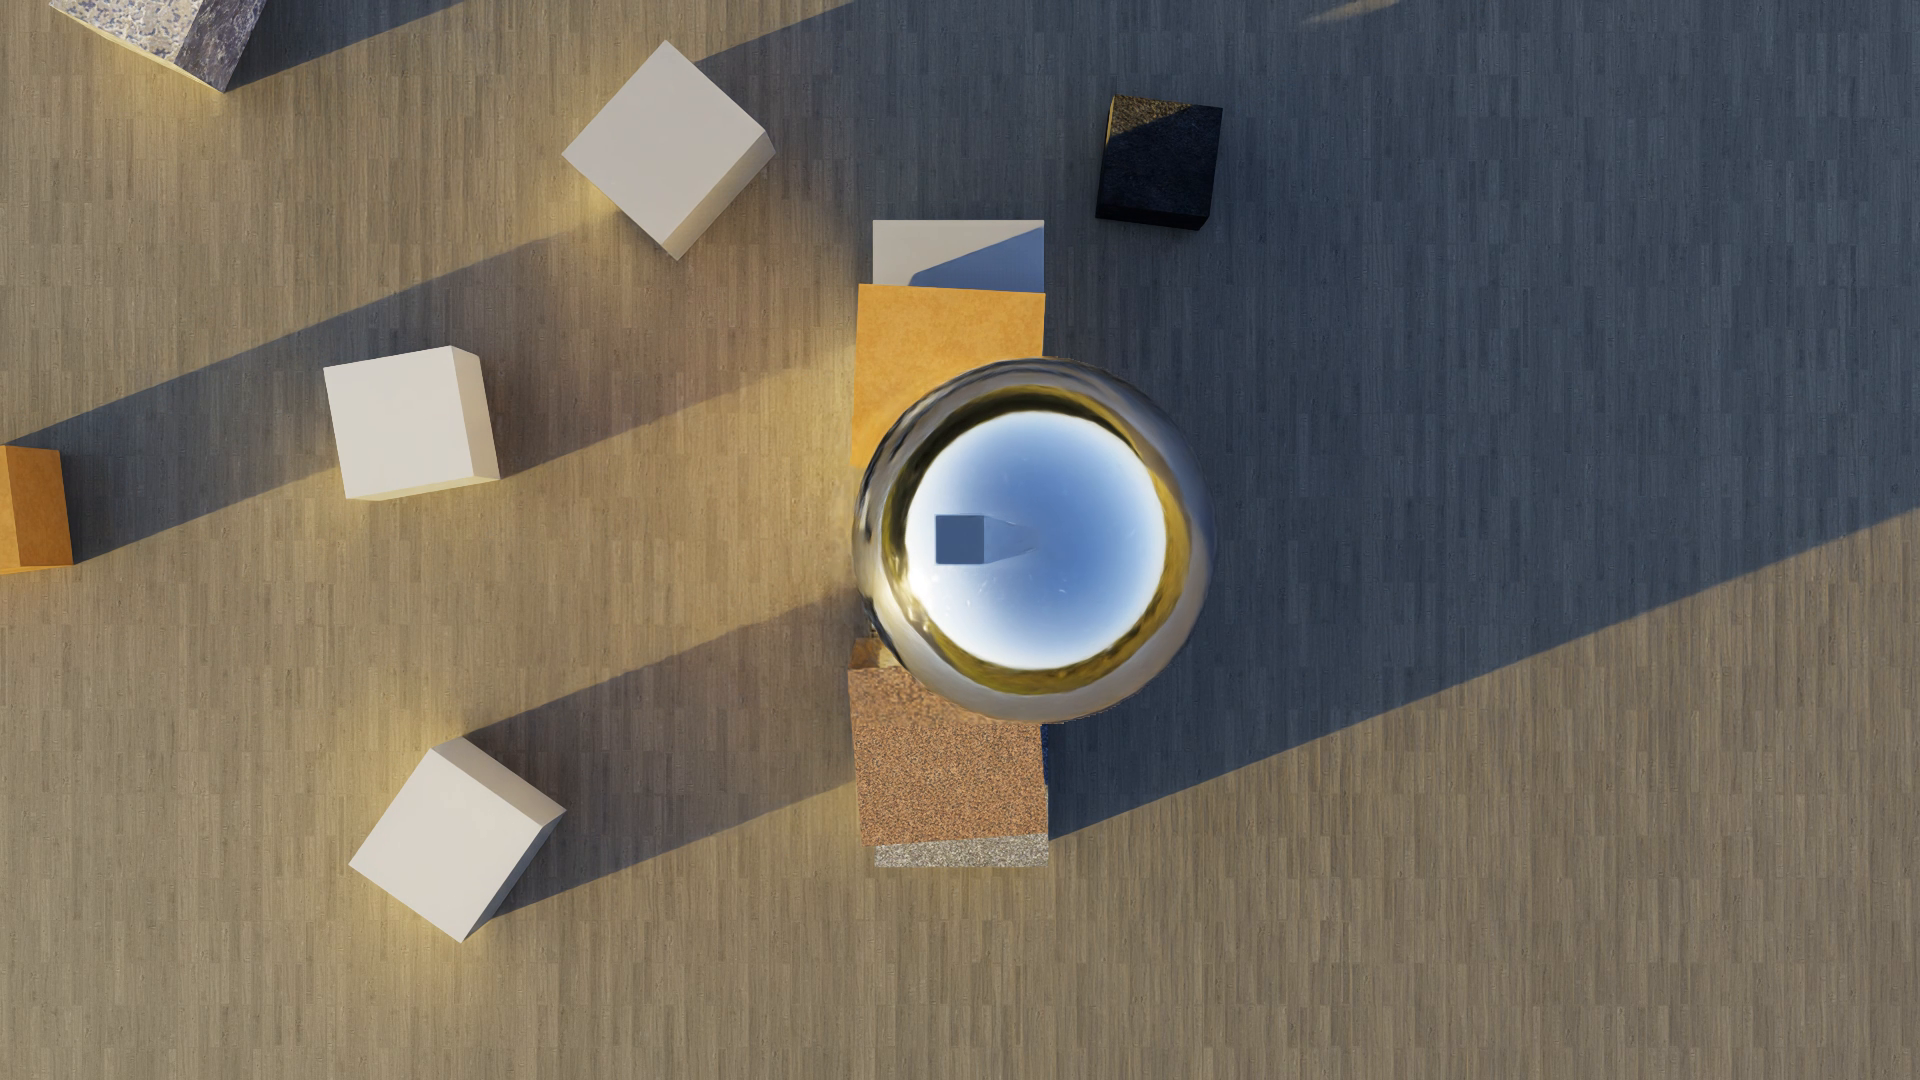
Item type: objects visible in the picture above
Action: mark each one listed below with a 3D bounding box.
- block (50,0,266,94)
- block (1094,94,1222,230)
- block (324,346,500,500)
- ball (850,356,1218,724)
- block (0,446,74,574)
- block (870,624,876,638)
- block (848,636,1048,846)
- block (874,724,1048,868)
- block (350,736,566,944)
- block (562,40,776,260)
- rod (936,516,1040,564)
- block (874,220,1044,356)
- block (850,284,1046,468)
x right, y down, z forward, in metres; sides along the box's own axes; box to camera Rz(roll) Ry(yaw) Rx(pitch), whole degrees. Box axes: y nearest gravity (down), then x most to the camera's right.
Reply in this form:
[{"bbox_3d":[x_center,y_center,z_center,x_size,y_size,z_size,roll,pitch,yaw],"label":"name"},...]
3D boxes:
[{"bbox_3d":[-4.545,-3.134,12.590,0.764,0.820,0.735,25,90,0],"label":"block"},{"bbox_3d":[1.143,-2.175,12.721,0.618,0.558,0.623,7,90,0],"label":"block"},{"bbox_3d":[-3.138,-0.659,12.645,0.725,0.710,0.742,-10,90,0],"label":"block"},{"bbox_3d":[0.322,0.000,9.597,1.600,1.600,1.600,0,90,0],"label":"ball"},{"bbox_3d":[-5.607,-0.149,12.632,0.654,0.736,0.684,-7,90,0],"label":"block"},{"bbox_3d":[-0.023,0.320,12.504,0.946,0.991,0.989,0,90,0],"label":"block"},{"bbox_3d":[-0.060,1.009,11.548,0.944,0.963,0.912,-4,97,1],"label":"block"},{"bbox_3d":[0.008,1.324,12.542,0.953,0.916,0.946,0,90,0],"label":"block"},{"bbox_3d":[-2.863,1.701,12.619,0.765,0.762,0.792,35,90,0],"label":"block"},{"bbox_3d":[-1.658,-2.222,12.644,0.754,0.713,0.867,42,90,0],"label":"block"},{"bbox_3d":[0.140,0.000,6.202,0.080,5.200,0.080,0,90,3],"label":"rod"},{"bbox_3d":[-0.008,-1.356,12.584,0.946,0.833,0.828,0,90,0],"label":"block"},{"bbox_3d":[-0.063,-0.850,11.638,0.940,1.069,0.922,3,95,0],"label":"block"}]
